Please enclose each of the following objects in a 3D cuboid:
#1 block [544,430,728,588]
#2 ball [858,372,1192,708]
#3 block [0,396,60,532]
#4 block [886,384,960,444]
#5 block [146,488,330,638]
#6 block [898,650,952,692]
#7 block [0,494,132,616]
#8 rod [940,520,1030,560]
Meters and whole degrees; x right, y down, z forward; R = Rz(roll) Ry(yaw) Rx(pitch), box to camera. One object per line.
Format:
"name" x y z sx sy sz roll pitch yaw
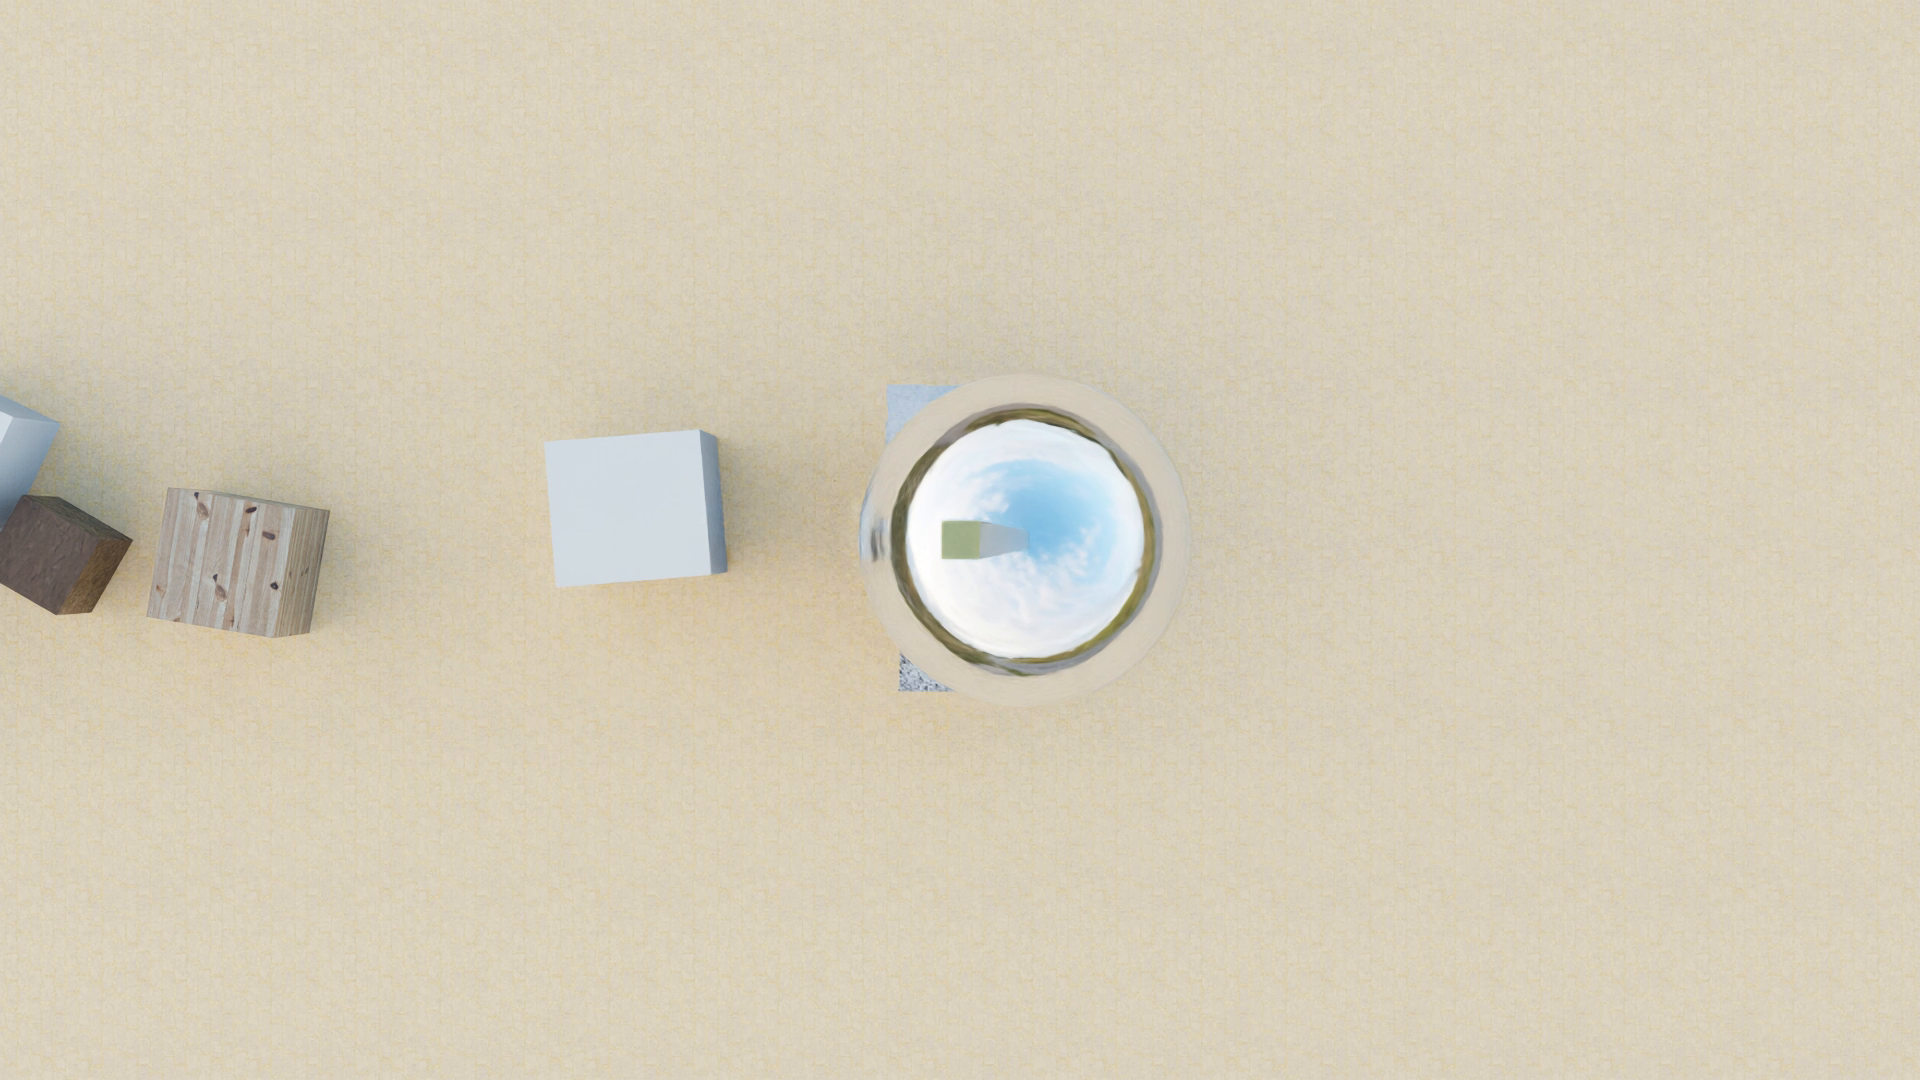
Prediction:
"block" -1.833 -0.175 12.564 0.859 0.872 0.806 -5 90 0
"ball" 0.307 0.000 10.544 1.600 1.600 1.600 0 90 0
"block" -5.766 -0.506 12.669 0.663 0.662 0.717 25 90 0
"block" 0.048 -0.388 12.616 0.916 0.768 0.947 0 90 0
"block" -4.141 0.128 12.659 0.724 0.682 0.736 10 90 0
"block" -0.020 0.479 12.654 0.645 0.692 0.744 0 90 0
"block" -5.232 0.087 12.748 0.512 0.503 0.496 30 90 0
"rod" 0.133 0.000 7.149 0.080 5.200 0.080 0 90 3
